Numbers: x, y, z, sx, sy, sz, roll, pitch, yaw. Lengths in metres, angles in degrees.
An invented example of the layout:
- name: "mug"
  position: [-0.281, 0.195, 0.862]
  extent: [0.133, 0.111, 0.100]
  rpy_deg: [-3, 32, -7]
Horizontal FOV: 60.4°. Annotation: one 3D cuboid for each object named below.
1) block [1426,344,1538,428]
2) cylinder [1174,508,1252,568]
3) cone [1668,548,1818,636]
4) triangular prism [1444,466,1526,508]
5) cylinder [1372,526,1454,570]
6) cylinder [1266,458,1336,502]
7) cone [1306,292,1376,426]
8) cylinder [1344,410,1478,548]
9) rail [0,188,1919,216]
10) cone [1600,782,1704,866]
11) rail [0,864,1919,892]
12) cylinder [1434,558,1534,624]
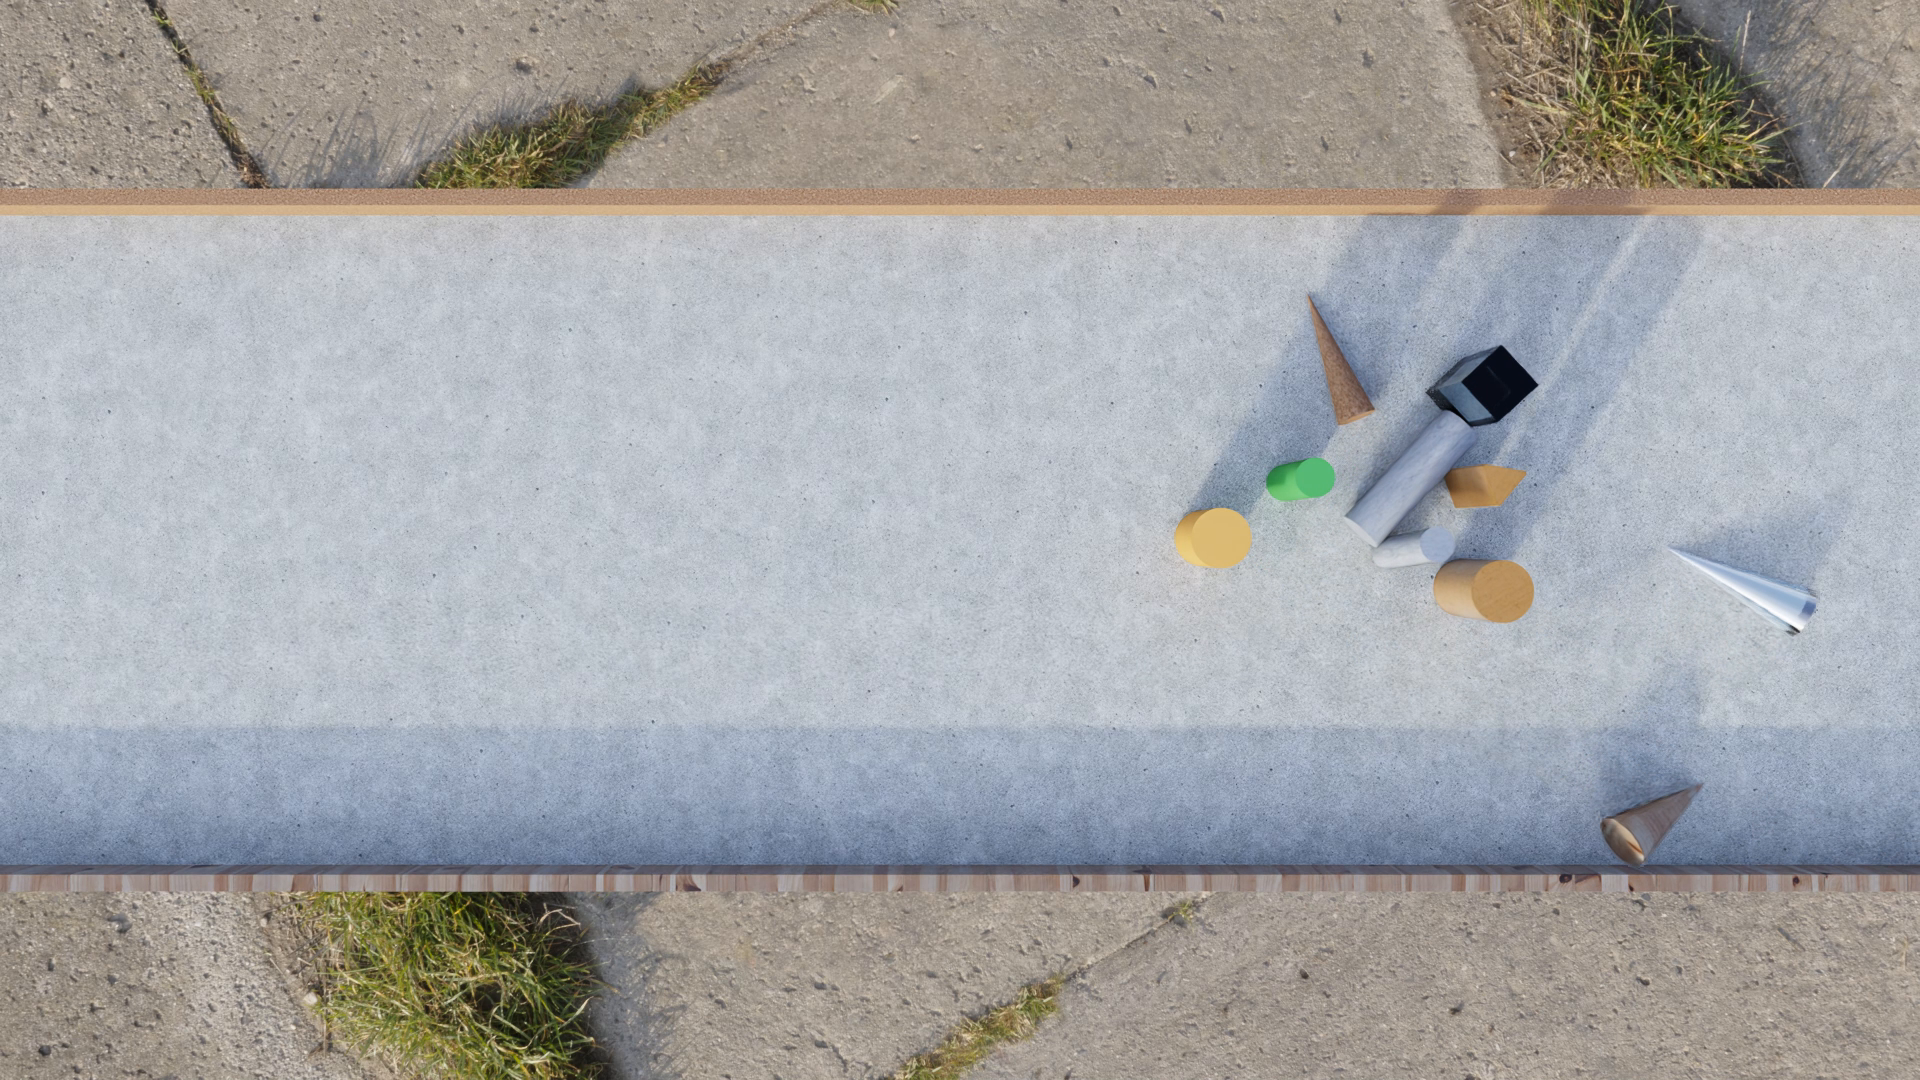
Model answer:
- name: "block"
  position: [1.542, -0.448, 4.890]
  extent: [0.157, 0.371, 0.157]
  rpy_deg: [-43, 90, 1]
- name: "cylinder"
  position: [0.747, -0.005, 4.896]
  extent: [0.173, 0.362, 0.173]
  rpy_deg: [0, 90, 0]
- name: "cone"
  position: [2.363, 0.122, 5.038]
  extent: [0.446, 0.154, 0.154]
  rpy_deg: [28, 90, 10]
- name: "triangular prism"
  position: [1.527, -0.179, 4.877]
  extent: [0.107, 0.399, 0.124]
  rpy_deg: [40, 90, 0]
- name: "cylinder"
  position: [1.334, 0.027, 4.869]
  extent: [0.101, 0.405, 0.101]
  rpy_deg: [0, 86, -5]
- name: "cylinder"
  position: [0.999, -0.176, 4.856]
  extent: [0.112, 0.442, 0.112]
  rpy_deg: [0, 90, 0]
- name: "cone"
  position: [1.137, -0.570, 5.047]
  extent: [0.118, 0.118, 0.425]
  rpy_deg: [-20, 82, 0]
- name: "cylinder"
  position: [1.368, -0.186, 5.009]
  extent: [0.136, 0.136, 0.445]
  rpy_deg: [43, 90, 0]
- name: "rail"
  position: [-2.247, -1.025, 5.002]
  extent: [12.000, 0.150, 0.050]
  rpy_deg: [0, 90, 0]
- name: "cone"
  position: [2.148, 0.830, 5.036]
  extent: [0.345, 0.167, 0.167]
  rpy_deg: [-30, 90, -14]
- name: "rail"
  position: [-2.247, 1.025, 5.001]
  extent: [12.000, 0.150, 0.050]
  rpy_deg: [0, 90, 0]
- name: "cylinder"
  position: [1.546, 0.147, 4.887]
  extent: [0.180, 0.380, 0.180]
  rpy_deg: [0, 90, 0]
